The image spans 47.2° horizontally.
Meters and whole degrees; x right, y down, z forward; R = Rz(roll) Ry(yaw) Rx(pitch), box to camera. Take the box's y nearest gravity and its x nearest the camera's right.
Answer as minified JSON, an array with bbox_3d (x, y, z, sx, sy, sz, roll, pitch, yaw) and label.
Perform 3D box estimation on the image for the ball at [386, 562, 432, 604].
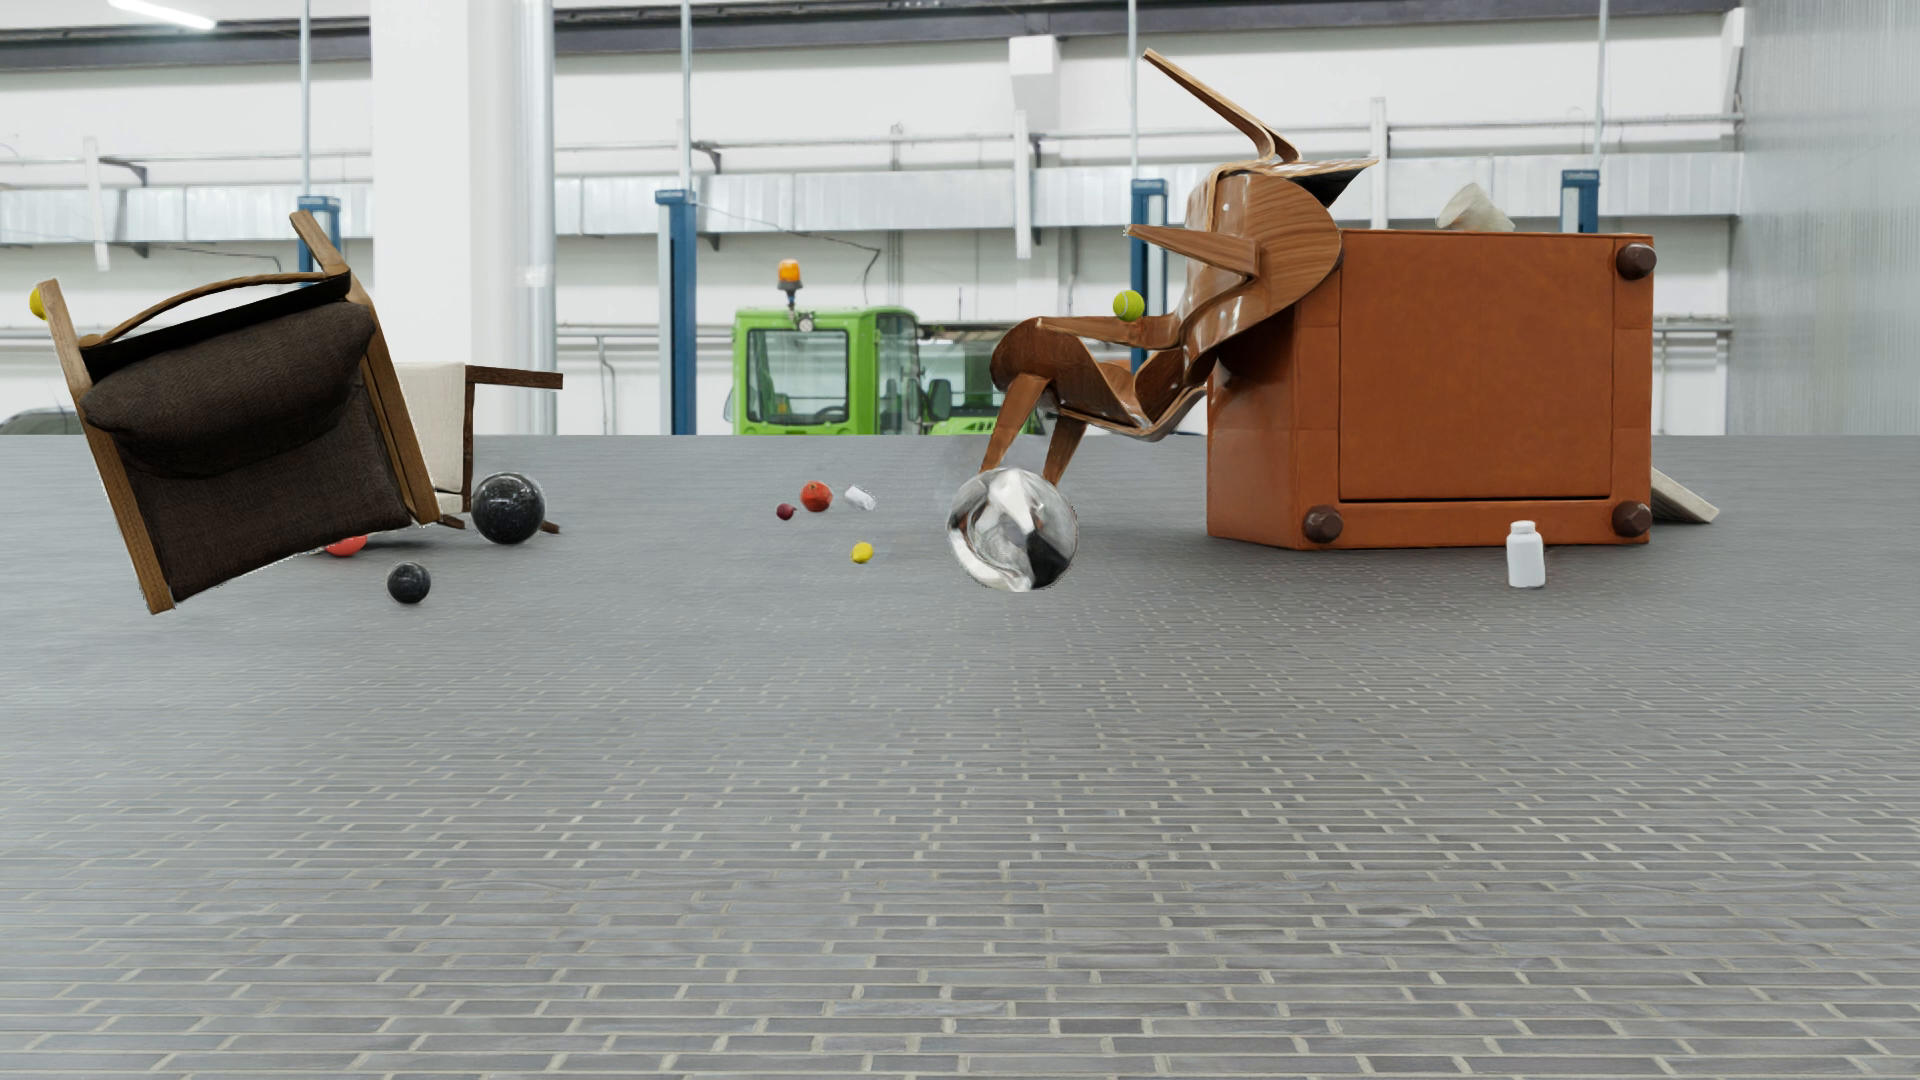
[{"bbox_3d":[-1.149,0.089,4.587,0.091,0.091,0.091,0,4,0],"label":"ball"}]

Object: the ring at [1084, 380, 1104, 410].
[{"bbox_3d":[0.477,-0.515,7.821,0.059,0.098,0.124,1,38,-7],"label":"ring"}]

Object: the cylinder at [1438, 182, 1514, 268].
[{"bbox_3d":[1.565,-0.955,6.671,0.180,0.186,0.122,42,-15,-21],"label":"cylinder"}]

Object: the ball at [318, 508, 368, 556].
[{"bbox_3d":[-1.653,-0.020,5.889,0.130,0.130,0.130,0,4,0],"label":"ball"}]

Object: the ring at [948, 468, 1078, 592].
[{"bbox_3d":[0.116,-0.022,4.910,0.314,0.280,0.145,18,25,33],"label":"ring"}]

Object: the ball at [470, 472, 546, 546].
[{"bbox_3d":[-1.300,-0.091,6.327,0.212,0.212,0.212,0,4,0],"label":"ball"}]
